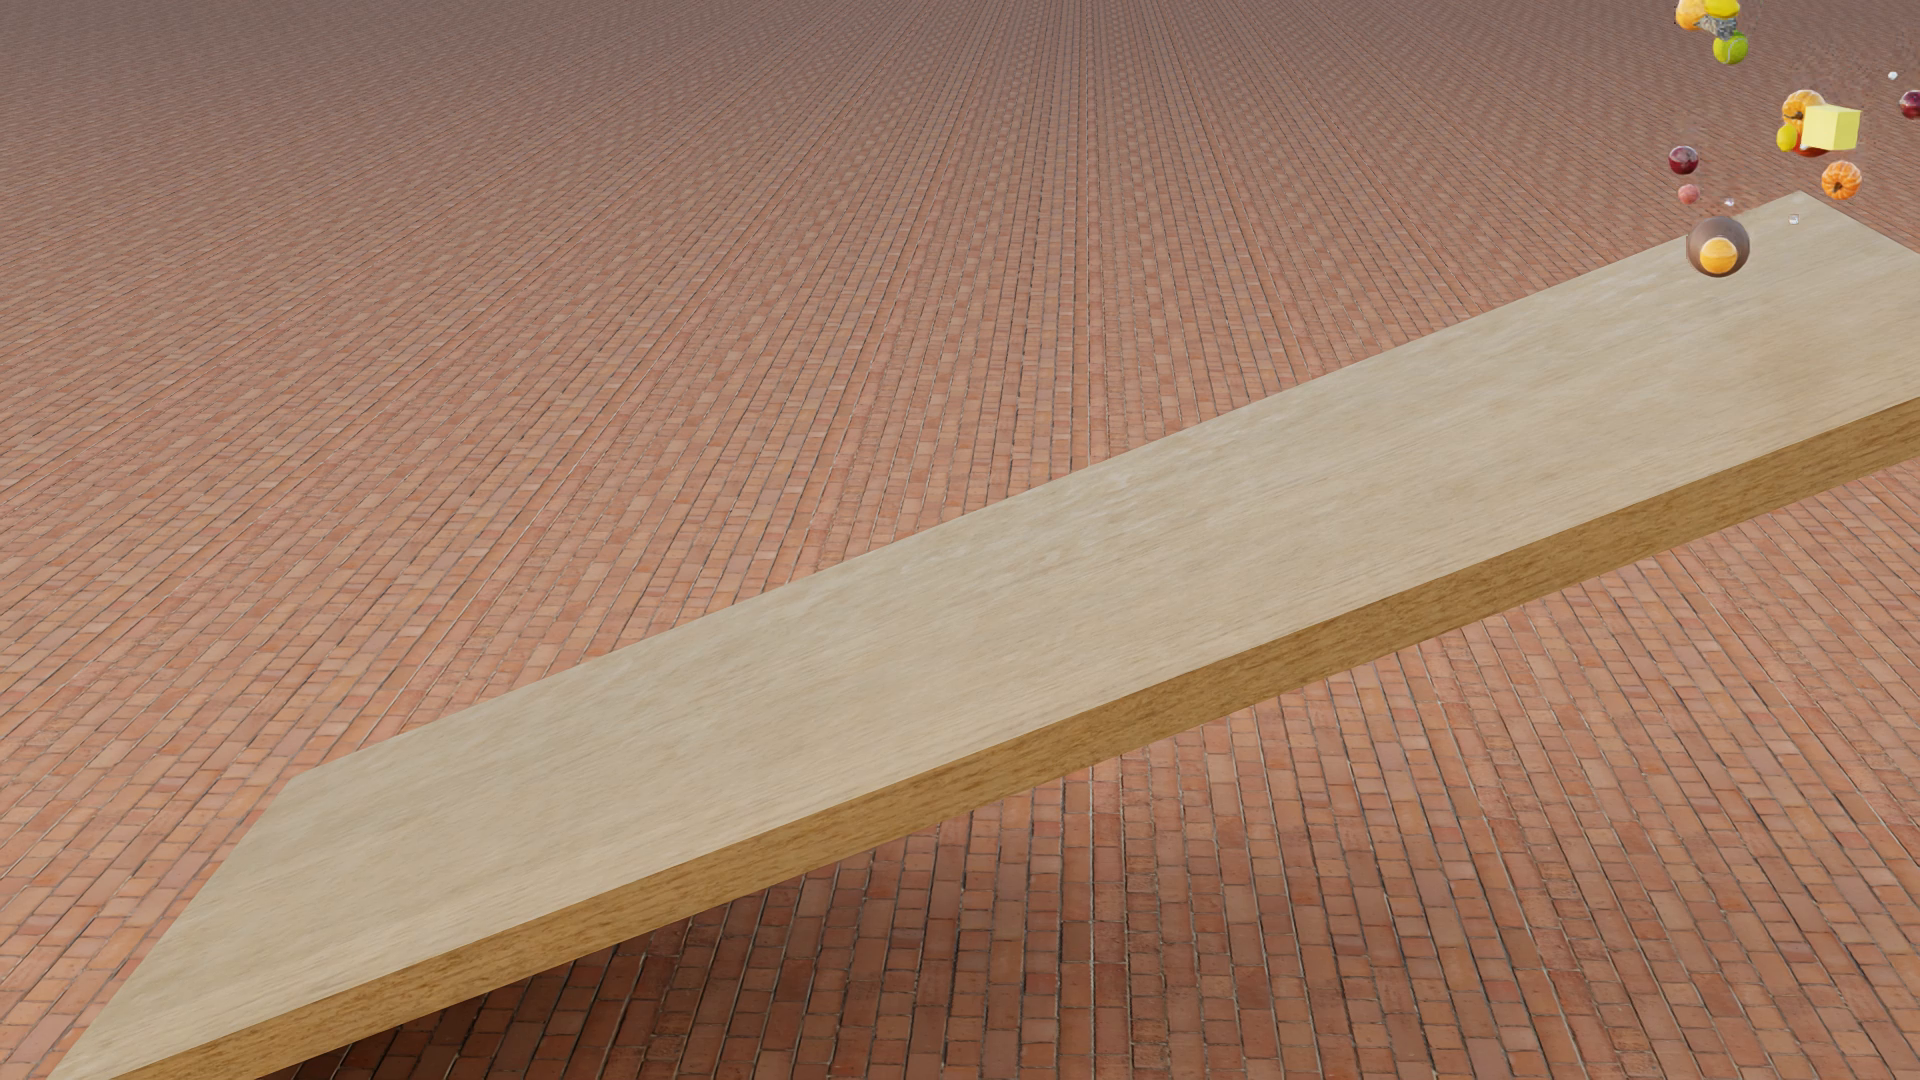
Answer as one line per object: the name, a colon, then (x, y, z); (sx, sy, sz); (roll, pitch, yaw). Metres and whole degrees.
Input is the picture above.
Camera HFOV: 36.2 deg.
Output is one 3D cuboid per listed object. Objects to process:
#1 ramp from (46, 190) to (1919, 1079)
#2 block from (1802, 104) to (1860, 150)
ramp: (0.125, 0.173, 6.289); (4.000, 0.100, 2.000); (-21, 12, 7)
block: (1.682, -0.797, 5.681); (0.073, 0.073, 0.073); (-11, 22, -37)
